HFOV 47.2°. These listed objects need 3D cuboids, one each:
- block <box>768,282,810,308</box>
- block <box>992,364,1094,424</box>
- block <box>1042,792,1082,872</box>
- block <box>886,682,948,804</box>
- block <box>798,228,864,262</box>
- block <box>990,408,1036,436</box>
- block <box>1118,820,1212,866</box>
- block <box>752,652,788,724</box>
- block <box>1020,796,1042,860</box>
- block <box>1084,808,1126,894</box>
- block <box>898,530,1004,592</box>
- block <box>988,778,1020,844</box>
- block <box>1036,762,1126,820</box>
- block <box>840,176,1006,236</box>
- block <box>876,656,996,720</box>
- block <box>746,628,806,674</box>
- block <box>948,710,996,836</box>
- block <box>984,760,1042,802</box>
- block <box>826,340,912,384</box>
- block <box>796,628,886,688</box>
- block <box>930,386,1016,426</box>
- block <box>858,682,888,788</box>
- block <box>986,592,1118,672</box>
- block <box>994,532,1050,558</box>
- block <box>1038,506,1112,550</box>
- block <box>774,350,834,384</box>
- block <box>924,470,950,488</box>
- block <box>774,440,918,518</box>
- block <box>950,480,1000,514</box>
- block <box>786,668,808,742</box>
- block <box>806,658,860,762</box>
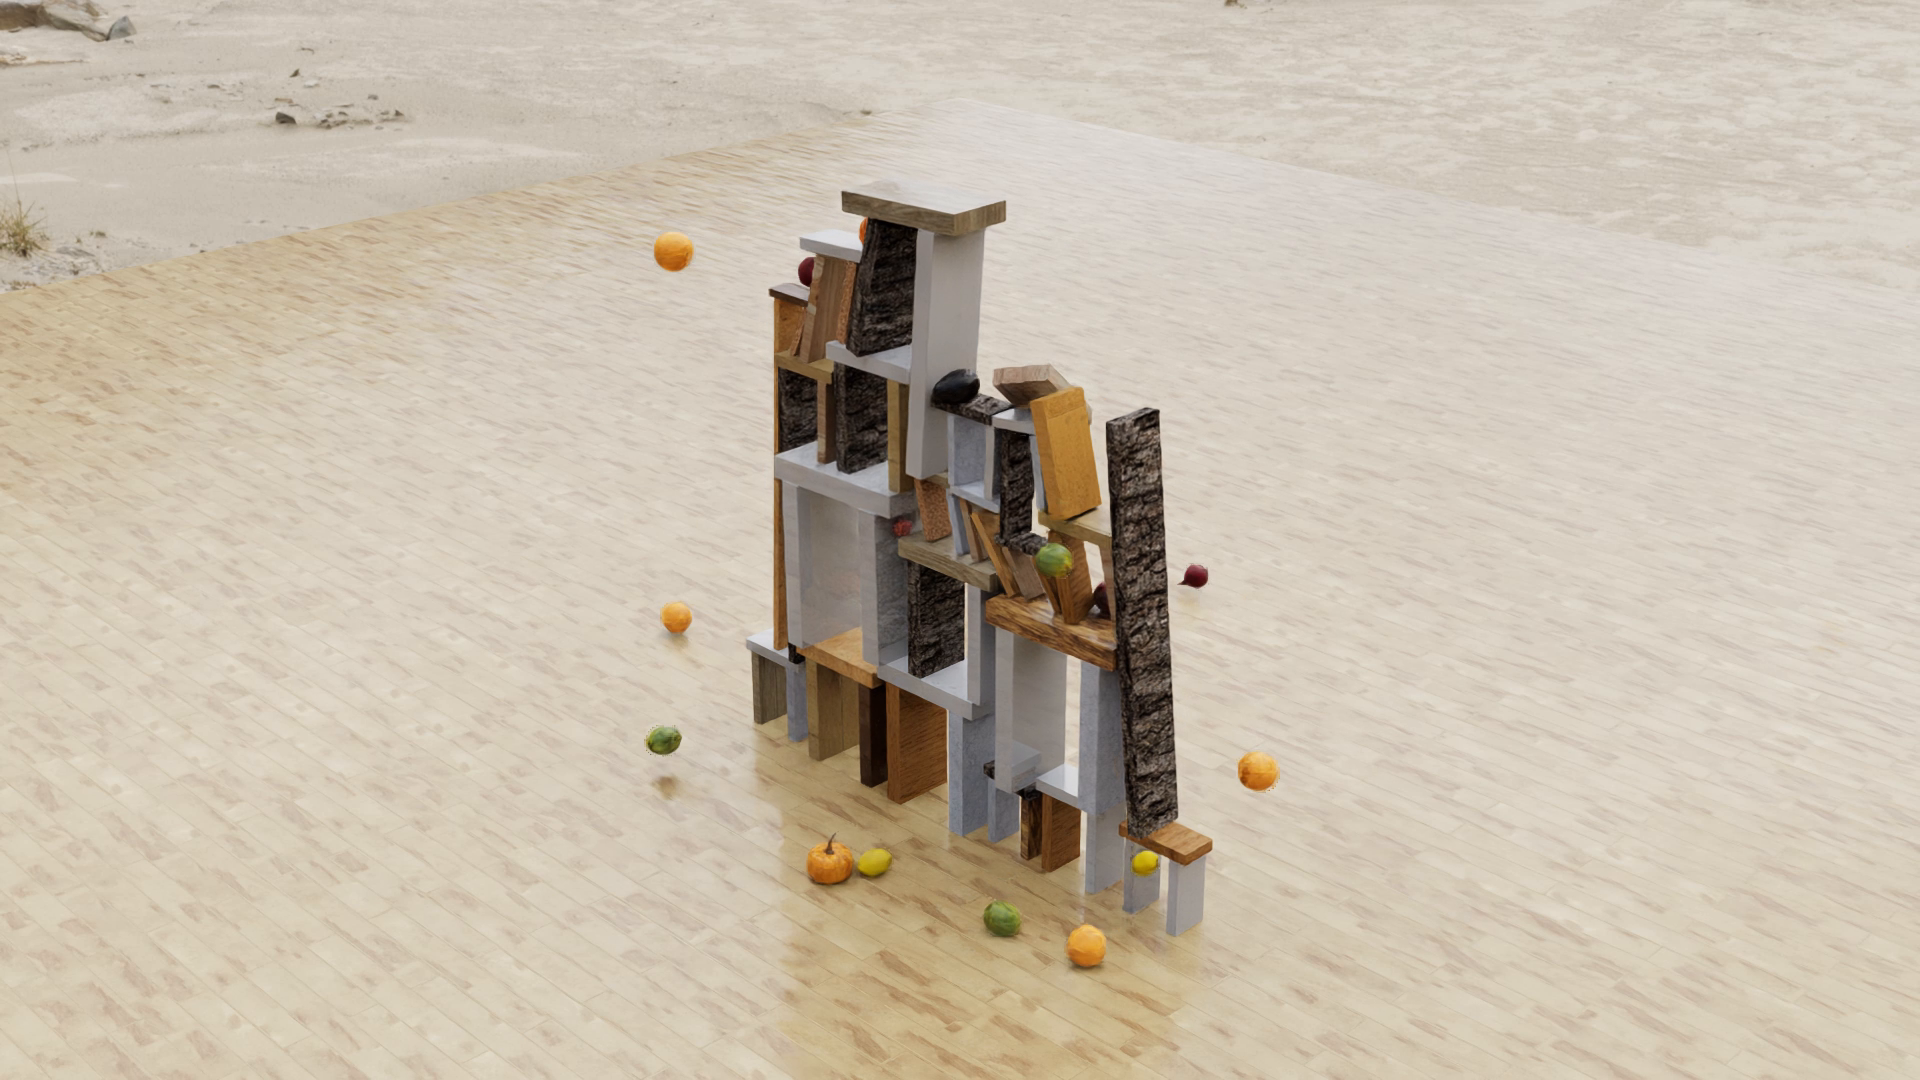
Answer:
[{"bbox_3d":[-0.319,-0.484,4.356,0.114,0.016,0.057,22,32,37],"label":"block"},{"bbox_3d":[0.153,-0.262,4.023,0.109,0.031,0.218,-3,-20,24],"label":"block"},{"bbox_3d":[0.196,0.549,4.249,0.024,0.169,0.085,21,31,41],"label":"block"},{"bbox_3d":[-0.088,0.393,4.491,0.134,0.268,0.038,-21,31,-41],"label":"block"},{"bbox_3d":[-0.218,-0.565,4.223,0.171,0.024,0.085,18,29,39],"label":"block"},{"bbox_3d":[0.130,-0.213,3.979,0.136,0.019,0.068,14,26,40],"label":"block"},{"bbox_3d":[0.377,0.546,4.040,0.158,0.022,0.079,21,31,40],"label":"block"},{"bbox_3d":[-0.413,0.310,4.810,0.086,0.172,0.024,-21,31,-41],"label":"block"},{"bbox_3d":[0.150,0.549,4.288,0.070,0.140,0.020,-20,30,-39],"label":"block"},{"bbox_3d":[0.276,0.581,4.176,0.024,0.169,0.085,21,31,41],"label":"block"},{"bbox_3d":[0.012,0.031,4.226,0.124,0.035,0.248,-21,31,-41],"label":"block"},{"bbox_3d":[0.087,0.523,4.349,0.020,0.140,0.070,21,31,41],"label":"block"},{"bbox_3d":[0.235,0.476,4.174,0.169,0.024,0.085,20,30,39],"label":"block"},{"bbox_3d":[-0.068,-0.613,4.029,0.282,0.040,0.141,19,29,38],"label":"block"},{"bbox_3d":[-0.025,0.277,4.373,0.134,0.038,0.268,-21,31,-41],"label":"block"},{"bbox_3d":[-0.373,0.235,4.734,0.172,0.024,0.086,21,31,41],"label":"block"},{"bbox_3d":[0.039,0.443,4.374,0.134,0.268,0.038,-21,31,-41],"label":"block"},{"bbox_3d":[0.116,0.463,4.288,0.070,0.020,0.139,-17,28,-34],"label":"block"},{"bbox_3d":[-0.140,-0.352,4.232,0.226,0.032,0.113,21,31,40],"label":"block"},{"bbox_3d":[-0.217,0.235,4.548,0.120,0.034,0.239,-20,30,-39],"label":"block"},{"bbox_3d":[0.025,-0.249,4.067,0.146,0.021,0.073,21,31,37],"label":"block"},{"bbox_3d":[-0.153,0.382,4.553,0.034,0.239,0.120,21,31,41],"label":"block"},{"bbox_3d":[0.212,0.153,4.063,0.308,0.044,0.154,20,30,39],"label":"block"},{"bbox_3d":[0.122,0.003,4.085,0.109,0.015,0.054,20,30,40],"label":"block"},{"bbox_3d":[0.235,-0.029,3.942,0.179,0.025,0.090,21,31,40],"label":"block"},{"bbox_3d":[-0.280,-0.350,4.376,0.086,0.024,0.171,-21,30,-40],"label":"block"},{"bbox_3d":[-0.034,-0.128,4.204,0.128,0.018,0.064,21,31,40],"label":"block"},{"bbox_3d":[-0.200,-0.128,4.383,0.327,0.046,0.163,20,30,39],"label":"block"},{"bbox_3d":[0.048,-0.086,4.115,0.126,0.018,0.063,25,34,38],"label":"block"},{"bbox_3d":[-0.332,0.342,4.736,0.024,0.172,0.086,21,31,41],"label":"block"},{"bbox_3d":[-0.267,0.338,4.657,0.120,0.239,0.034,-21,30,-41],"label":"block"}]
